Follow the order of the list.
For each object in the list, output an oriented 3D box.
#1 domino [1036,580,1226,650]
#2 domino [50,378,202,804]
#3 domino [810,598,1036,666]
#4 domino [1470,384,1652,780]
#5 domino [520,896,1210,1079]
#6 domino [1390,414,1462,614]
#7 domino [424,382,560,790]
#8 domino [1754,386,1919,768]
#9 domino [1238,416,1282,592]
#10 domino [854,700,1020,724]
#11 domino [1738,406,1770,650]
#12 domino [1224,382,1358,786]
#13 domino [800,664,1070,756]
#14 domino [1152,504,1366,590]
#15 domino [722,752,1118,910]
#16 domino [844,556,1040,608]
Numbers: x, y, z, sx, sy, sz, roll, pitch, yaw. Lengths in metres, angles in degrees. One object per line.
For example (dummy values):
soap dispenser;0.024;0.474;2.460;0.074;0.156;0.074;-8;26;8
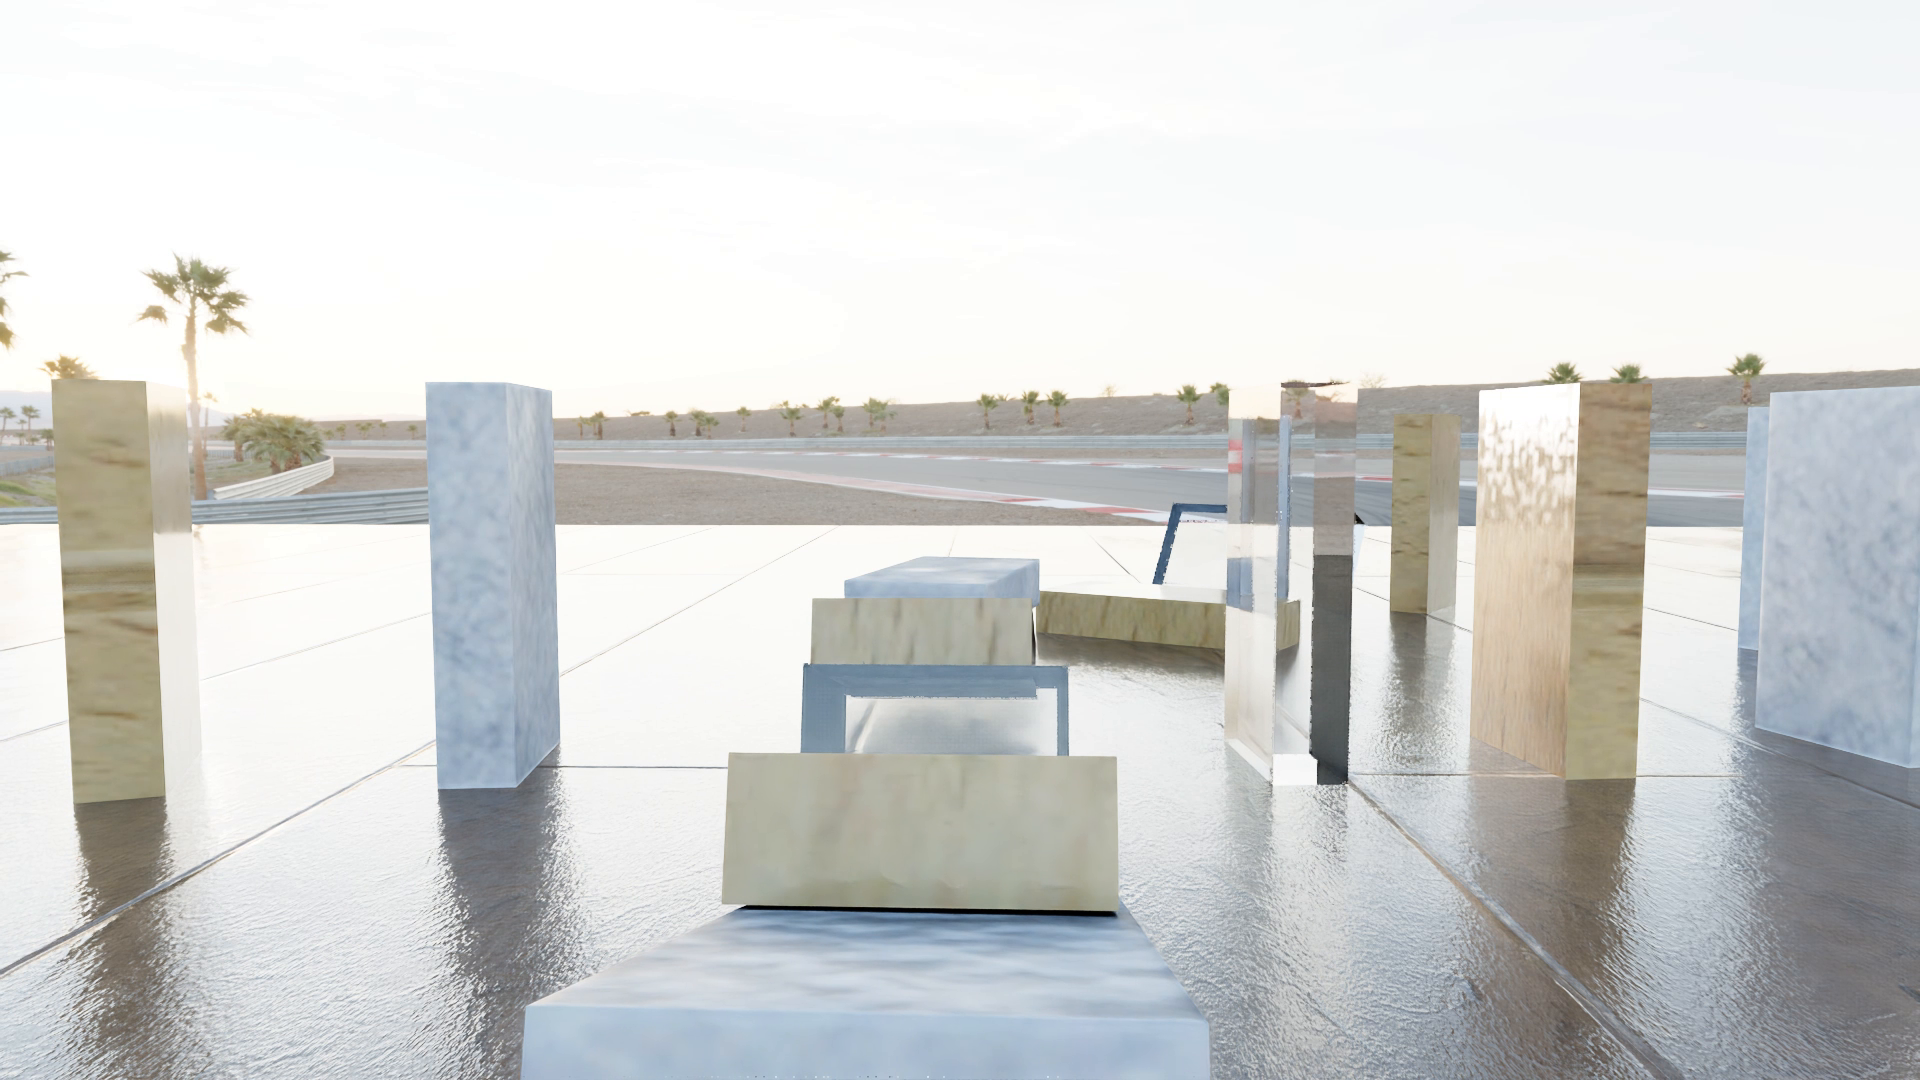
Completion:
domino;0.045;0.016;0.287;0.050;0.009;0.025;3;5;33
domino;-0.105;0.005;0.163;0.009;0.050;0.025;-2;5;-22
domino;-0.003;0.016;0.169;0.025;0.009;0.050;0;-10;4
domino;0.080;0.005;0.174;0.009;0.050;0.025;0;4;-5
domino;-0.002;0.026;0.070;0.025;0.009;0.050;0;-10;3
domino;0.121;-0.007;0.333;0.010;0.050;0.025;3;5;37
domino;-0.061;0.005;0.169;0.009;0.050;0.025;0;4;-5
domino;0.127;0.004;0.180;0.010;0.050;0.025;-1;4;-12
domino;0.083;-0.009;0.353;0.010;0.050;0.025;1;4;16
domino;-0.002;0.021;0.221;0.025;0.009;0.050;0;4;4
domino;0.176;-0.003;0.268;0.025;0.050;0.009;-2;5;-26
domino;0.043;0.005;0.171;0.010;0.050;0.025;0;4;-2
domino;-0.001;0.021;0.144;0.025;0.010;0.050;0;-10;2
domino;0.076;0.005;0.329;0.050;0.025;0.009;4;-22;39
domino;-0.001;0.023;0.106;0.025;0.010;0.050;0;-11;3
domino;-0.002;0.010;0.243;0.025;0.010;0.050;1;4;14
